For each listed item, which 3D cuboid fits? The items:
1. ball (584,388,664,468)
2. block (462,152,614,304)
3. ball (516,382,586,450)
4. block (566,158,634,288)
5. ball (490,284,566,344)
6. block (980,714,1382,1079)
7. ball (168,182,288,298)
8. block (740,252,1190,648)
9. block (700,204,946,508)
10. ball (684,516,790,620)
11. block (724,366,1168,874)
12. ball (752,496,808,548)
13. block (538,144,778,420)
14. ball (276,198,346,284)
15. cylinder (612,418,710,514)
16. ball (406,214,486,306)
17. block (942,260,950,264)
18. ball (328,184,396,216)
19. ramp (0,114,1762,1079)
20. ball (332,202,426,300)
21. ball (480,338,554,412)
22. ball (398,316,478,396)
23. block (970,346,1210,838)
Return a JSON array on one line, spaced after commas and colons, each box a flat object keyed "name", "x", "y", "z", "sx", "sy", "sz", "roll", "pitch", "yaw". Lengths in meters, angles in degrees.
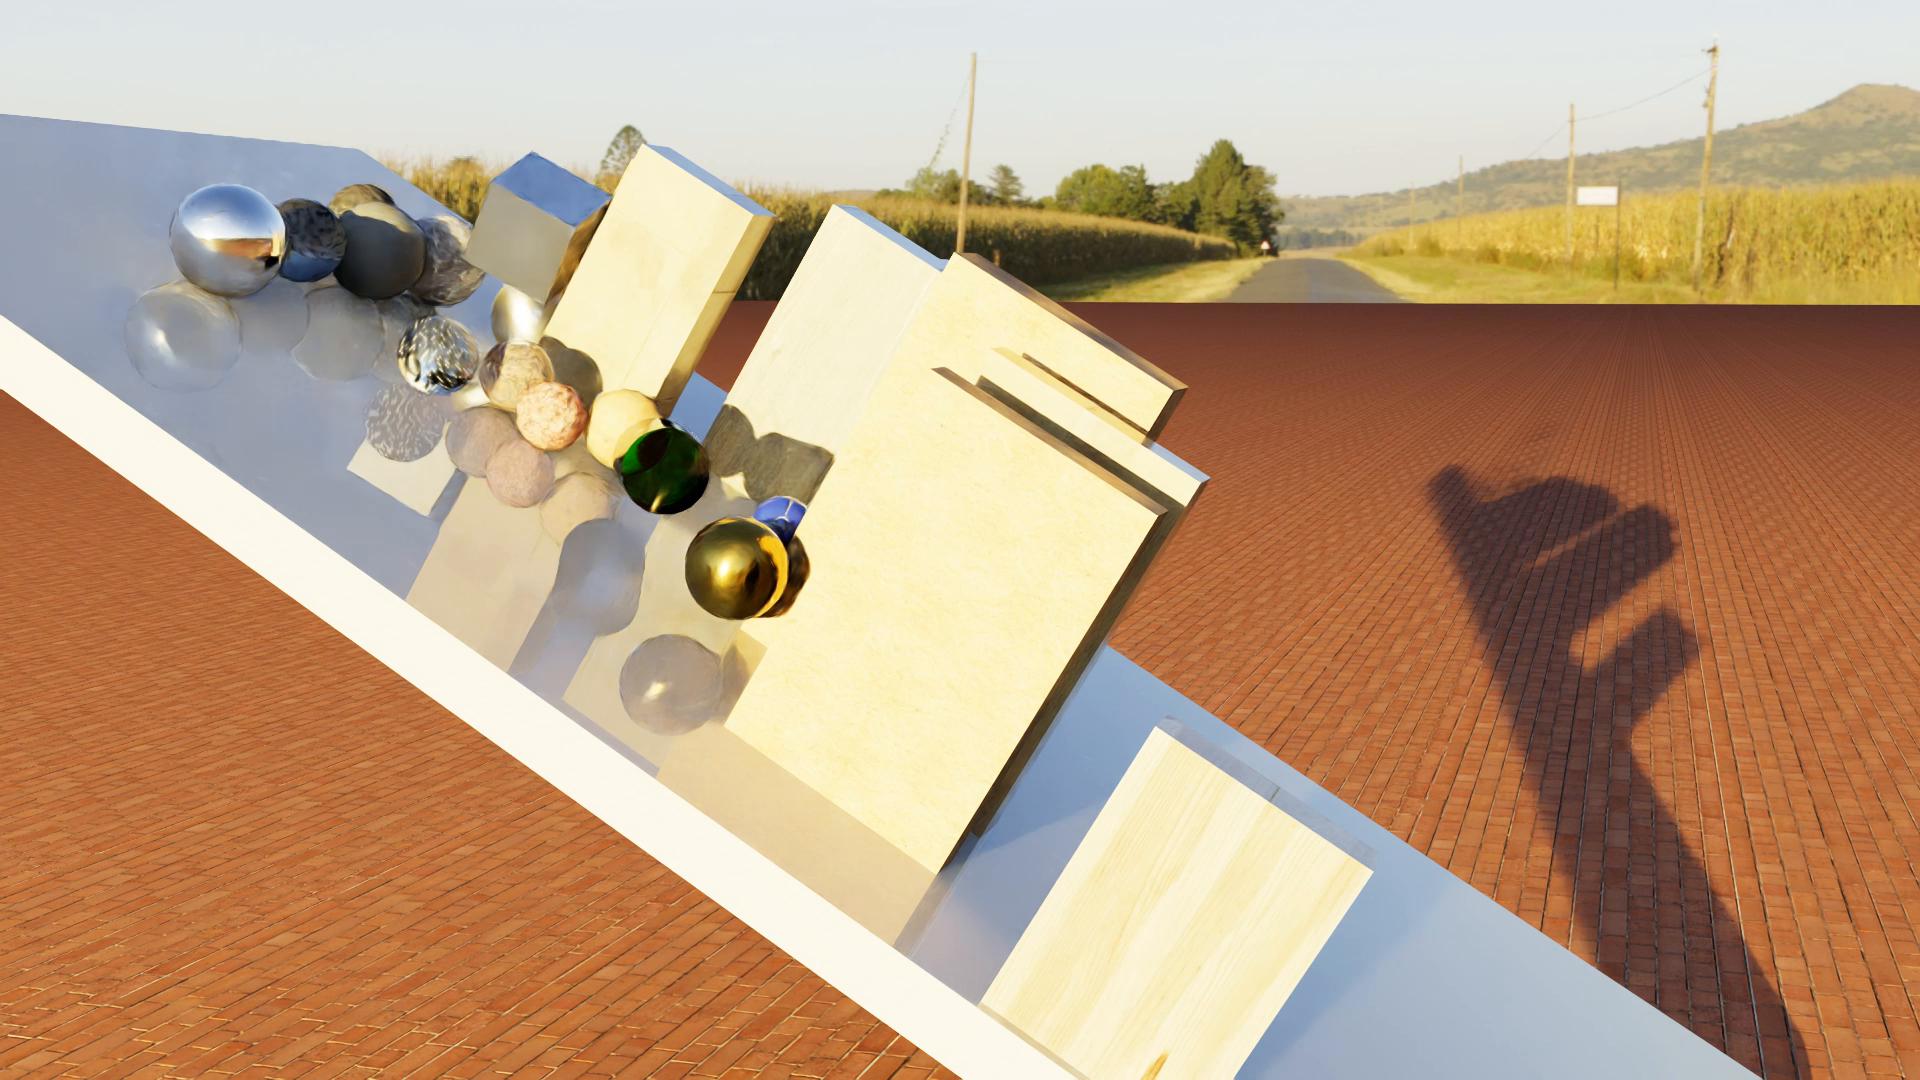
[{"name": "ball", "x": -0.642, "y": -0.211, "z": 4.215, "sx": 0.157, "sy": 0.157, "sz": 0.157, "roll": 0, "pitch": 7, "yaw": 0}, {"name": "block", "x": -0.858, "y": -0.635, "z": 4.471, "sx": 0.191, "sy": 0.191, "sz": 0.191, "roll": 29, "pitch": 32, "yaw": 0}, {"name": "ball", "x": -0.772, "y": -0.234, "z": 4.154, "sx": 0.130, "sy": 0.130, "sz": 0.130, "roll": 0, "pitch": 7, "yaw": 0}, {"name": "block", "x": -0.668, "y": -0.536, "z": 4.686, "sx": 0.272, "sy": 0.466, "sz": 0.138, "roll": 33, "pitch": 15, "yaw": 11}, {"name": "ball", "x": -0.883, "y": -0.459, "z": 4.569, "sx": 0.184, "sy": 0.184, "sz": 0.184, "roll": 0, "pitch": 7, "yaw": 0}, {"name": "block", "x": 0.300, "y": 0.536, "z": 3.028, "sx": 0.343, "sy": 0.474, "sz": 0.092, "roll": 33, "pitch": 15, "yaw": 11}, {"name": "ball", "x": -1.314, "y": -0.539, "z": 3.954, "sx": 0.204, "sy": 0.204, "sz": 0.204, "roll": 0, "pitch": 7, "yaw": 0}, {"name": "block", "x": 0.000, "y": -0.052, "z": 3.801, "sx": 0.438, "sy": 0.766, "sz": 0.134, "roll": 33, "pitch": 15, "yaw": 11}, {"name": "block", "x": -0.244, "y": -0.336, "z": 4.561, "sx": 0.353, "sy": 0.615, "sz": 0.137, "roll": 33, "pitch": 15, "yaw": 11}, {"name": "ball", "x": -0.382, "y": 0.049, "z": 3.757, "sx": 0.179, "sy": 0.179, "sz": 0.179, "roll": 0, "pitch": 7, "yaw": 0}, {"name": "block", "x": -0.029, "y": 0.124, "z": 3.373, "sx": 0.409, "sy": 0.660, "sz": 0.080, "roll": 33, "pitch": 15, "yaw": 11}, {"name": "ball", "x": -0.319, "y": -0.024, "z": 3.948, "sx": 0.111, "sy": 0.111, "sz": 0.111, "roll": 0, "pitch": 7, "yaw": 0}, {"name": "block", "x": -0.628, "y": -0.480, "z": 4.410, "sx": 0.271, "sy": 0.552, "sz": 0.126, "roll": 33, "pitch": 15, "yaw": 11}, {"name": "ball", "x": -1.269, "y": -0.578, "z": 4.245, "sx": 0.163, "sy": 0.163, "sz": 0.163, "roll": 0, "pitch": 7, "yaw": 0}, {"name": "cylinder", "x": -0.549, "y": -0.136, "z": 4.035, "sx": 0.158, "sy": 0.158, "sz": 0.158, "roll": -2, "pitch": 10, "yaw": -15}, {"name": "ball", "x": -1.082, "y": -0.581, "z": 4.577, "sx": 0.191, "sy": 0.191, "sz": 0.191, "roll": 0, "pitch": 7, "yaw": 0}, {"name": "block", "x": -0.007, "y": -0.275, "z": 4.922, "sx": 0.422, "sy": 0.564, "sz": 0.142, "roll": 33, "pitch": 15, "yaw": 11}, {"name": "ball", "x": -1.257, "y": -0.676, "z": 4.630, "sx": 0.148, "sy": 0.148, "sz": 0.148, "roll": 0, "pitch": 7, "yaw": 0}, {"name": "ramp", "x": -0.166, "y": 0.274, "z": 4.119, "sx": 4.000, "sy": 0.100, "sz": 2.000, "roll": 33, "pitch": 15, "yaw": 11}, {"name": "ball", "x": -1.165, "y": -0.577, "z": 4.390, "sx": 0.194, "sy": 0.194, "sz": 0.194, "roll": 0, "pitch": 7, "yaw": 0}, {"name": "ball", "x": -0.852, "y": -0.316, "z": 4.228, "sx": 0.142, "sy": 0.142, "sz": 0.142, "roll": 0, "pitch": 7, "yaw": 0}, {"name": "ball", "x": -0.970, "y": -0.343, "z": 4.089, "sx": 0.147, "sy": 0.147, "sz": 0.147, "roll": 0, "pitch": 7, "yaw": 0}, {"name": "block", "x": 0.053, "y": 0.087, "z": 3.591, "sx": 0.399, "sy": 0.693, "sz": 0.089, "roll": 33, "pitch": 15, "yaw": 11}]
